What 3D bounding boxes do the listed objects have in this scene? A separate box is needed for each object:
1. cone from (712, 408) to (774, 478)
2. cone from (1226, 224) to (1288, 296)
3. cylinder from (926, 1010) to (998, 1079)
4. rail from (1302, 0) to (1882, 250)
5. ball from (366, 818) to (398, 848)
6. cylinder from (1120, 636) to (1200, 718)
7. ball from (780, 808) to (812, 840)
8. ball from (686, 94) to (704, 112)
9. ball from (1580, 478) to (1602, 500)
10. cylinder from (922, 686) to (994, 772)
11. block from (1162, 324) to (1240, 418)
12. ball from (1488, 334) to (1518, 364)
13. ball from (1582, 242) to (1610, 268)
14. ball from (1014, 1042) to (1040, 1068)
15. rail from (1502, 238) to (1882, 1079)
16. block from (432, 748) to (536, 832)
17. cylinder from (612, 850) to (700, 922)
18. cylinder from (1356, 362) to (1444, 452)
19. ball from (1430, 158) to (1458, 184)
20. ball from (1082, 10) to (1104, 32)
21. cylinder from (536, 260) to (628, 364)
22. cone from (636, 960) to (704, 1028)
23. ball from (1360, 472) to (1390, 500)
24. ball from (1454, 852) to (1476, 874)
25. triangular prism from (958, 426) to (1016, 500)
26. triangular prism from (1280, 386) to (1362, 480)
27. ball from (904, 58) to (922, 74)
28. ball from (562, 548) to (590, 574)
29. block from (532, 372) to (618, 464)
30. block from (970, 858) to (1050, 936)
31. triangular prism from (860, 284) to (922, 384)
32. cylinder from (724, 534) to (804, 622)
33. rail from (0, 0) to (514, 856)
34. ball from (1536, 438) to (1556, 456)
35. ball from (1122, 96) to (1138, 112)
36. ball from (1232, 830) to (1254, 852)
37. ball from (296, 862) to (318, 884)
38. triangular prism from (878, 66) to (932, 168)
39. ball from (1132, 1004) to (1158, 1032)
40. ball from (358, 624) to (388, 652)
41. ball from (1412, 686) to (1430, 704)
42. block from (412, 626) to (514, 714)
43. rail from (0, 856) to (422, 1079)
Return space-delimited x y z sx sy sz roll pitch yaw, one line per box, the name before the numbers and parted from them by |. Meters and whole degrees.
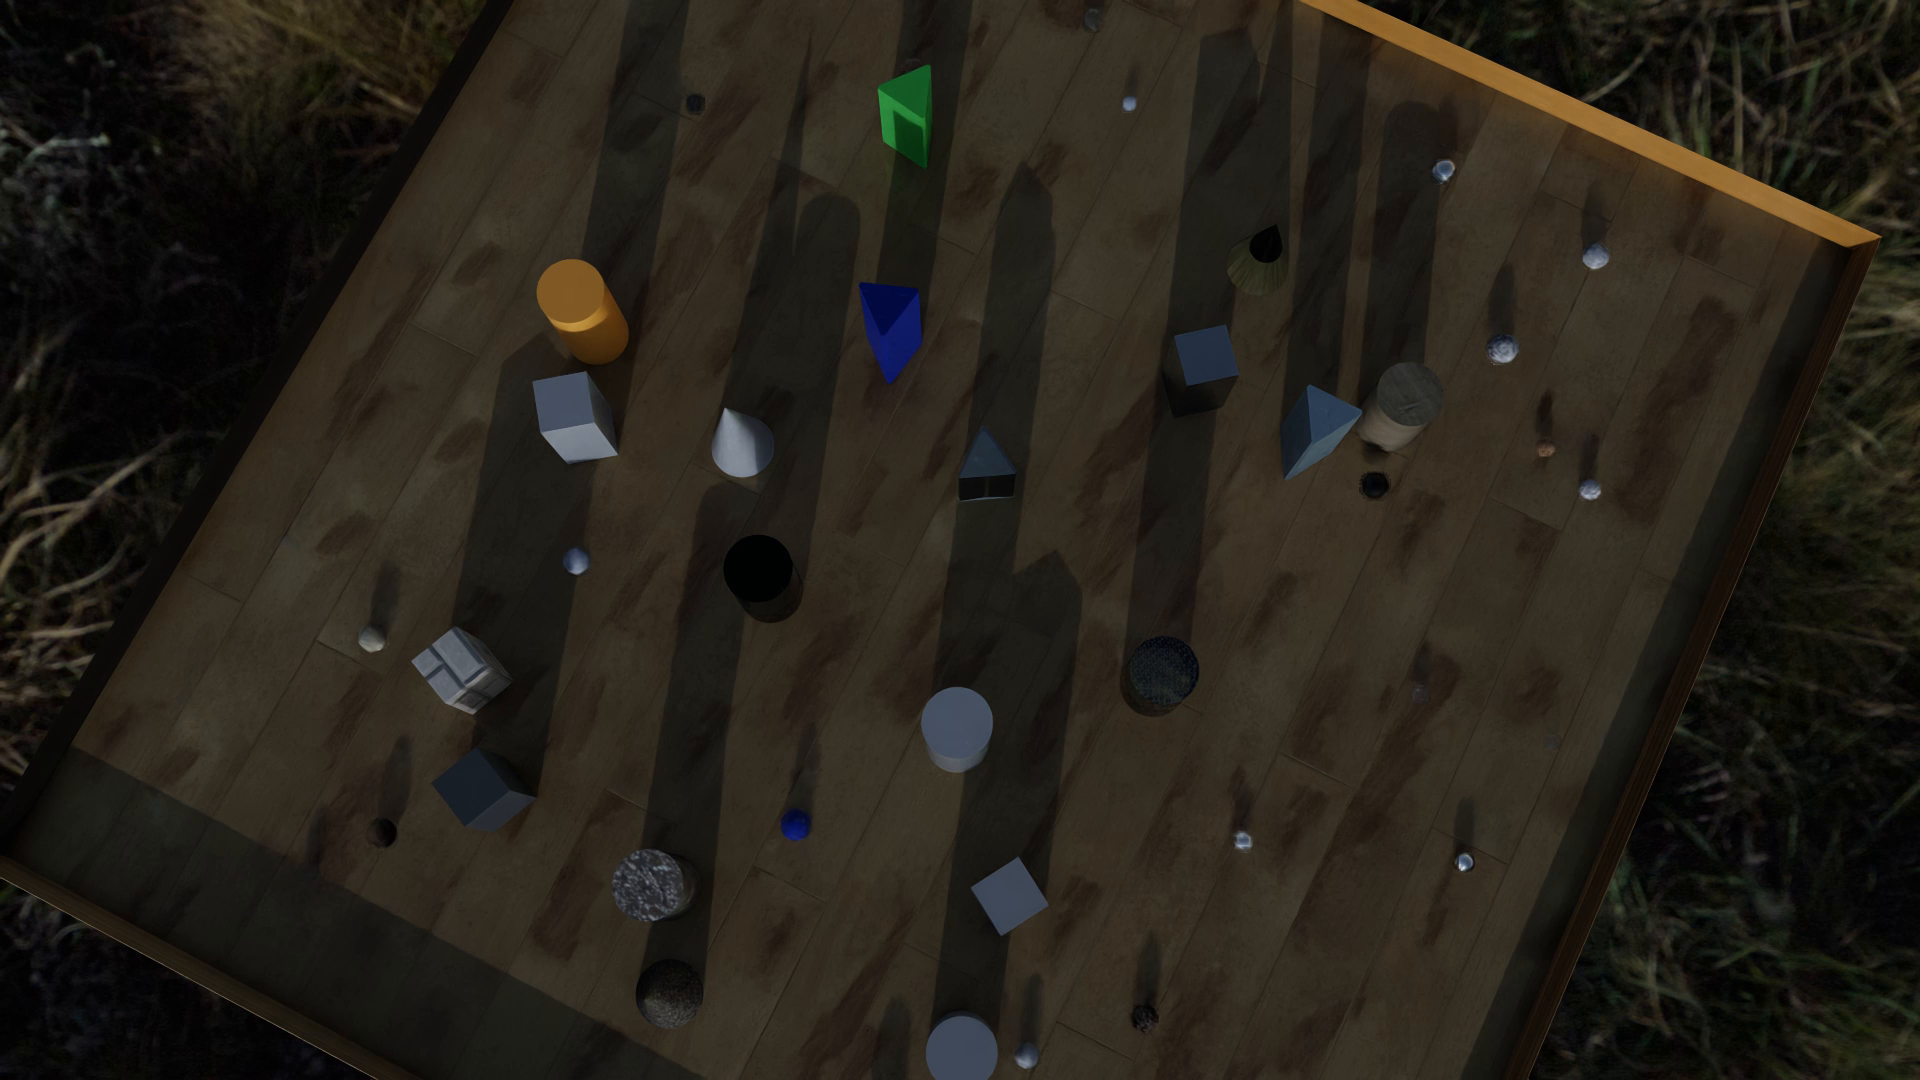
cone | -0.673 -0.335 5.459 0.198 0.444 0.198 0 78 0
cone | 0.941 -0.904 5.620 0.198 0.359 0.198 0 78 0
cylinder | 0.005 1.434 5.159 0.198 0.316 0.198 0 78 0
rail | 0.943 -1.840 5.931 4.261 0.128 0.045 26 80 5
ball | -1.701 0.863 5.392 0.090 0.090 0.090 0 78 0
cylinder | 0.581 0.403 5.367 0.198 0.325 0.198 0 78 0
ball | -0.483 0.838 5.396 0.093 0.093 0.093 0 78 0
ball | -0.850 -1.400 5.877 0.057 0.057 0.057 0 78 0
ball | 1.932 -0.155 5.616 0.064 0.064 0.064 0 78 0
cylinder | -0.007 0.549 5.255 0.198 0.486 0.198 0 78 0
block | 0.722 -0.506 5.542 0.158 0.351 0.158 -12 79 -3
ball | 1.687 -0.594 5.692 0.093 0.093 0.093 0 78 0
ball | 1.999 -0.893 5.760 0.082 0.082 0.082 0 78 0
ball | 0.192 1.482 5.273 0.073 0.073 0.073 0 78 0
rail | 1.884 0.929 5.358 0.045 0.128 4.265 26 80 5
block | -1.372 0.725 5.297 0.158 0.331 0.158 -39 81 -7
cylinder | -0.863 0.988 5.232 0.198 0.352 0.198 0 78 0
cylinder | 1.327 -0.400 5.546 0.198 0.301 0.198 0 78 0
ball | 1.536 -1.172 5.818 0.081 0.081 0.081 0 78 0
ball | 0.429 -1.682 5.929 0.069 0.069 0.069 0 78 0
cylinder | -1.137 -0.685 5.549 0.198 0.410 0.198 0 78 0
cone | -0.847 1.279 5.130 0.198 0.434 0.198 0 78 0
ball | 1.270 -0.167 5.608 0.084 0.084 0.084 0 78 0
ball | 1.484 0.948 5.388 0.064 0.064 0.064 0 78 0
triangular prism | 0.075 -0.232 5.512 0.171 0.299 0.148 -5 78 -1
triangular prism | 1.036 -0.336 5.453 0.171 0.456 0.148 -32 80 -6
ball | -0.152 -1.522 5.901 0.059 0.059 0.059 0 78 0
ball | -1.164 0.063 5.562 0.082 0.082 0.082 0 78 0
block | -1.150 -0.363 5.499 0.158 0.377 0.158 -11 79 -2
block | 0.139 1.023 5.256 0.158 0.292 0.158 -32 80 -6
triangular prism | -0.230 -0.646 5.502 0.148 0.486 0.171 36 81 7
cylinder | -0.576 0.118 5.404 0.198 0.369 0.198 0 78 0
rail | -1.884 -0.916 5.740 0.045 0.128 4.265 26 80 5
ball | 1.804 -0.284 5.646 0.057 0.057 0.057 0 78 0
ball | 0.544 -1.401 5.882 0.048 0.048 0.048 0 78 0
ball | 0.834 0.885 5.401 0.062 0.062 0.062 0 78 0
ball | -1.918 0.976 5.382 0.064 0.064 0.064 0 78 0
triangular prism | -0.135 -1.334 5.698 0.171 0.381 0.148 35 80 7
ball | 0.534 1.381 5.290 0.079 0.079 0.079 0 78 0
ball | -1.767 0.295 5.513 0.083 0.083 0.083 0 78 0
ball | 1.381 0.463 5.493 0.055 0.055 0.055 0 78 0
block | -1.456 0.385 5.381 0.158 0.306 0.158 -40 81 -8
rail | -0.943 1.854 5.166 4.261 0.128 0.045 26 80 5
